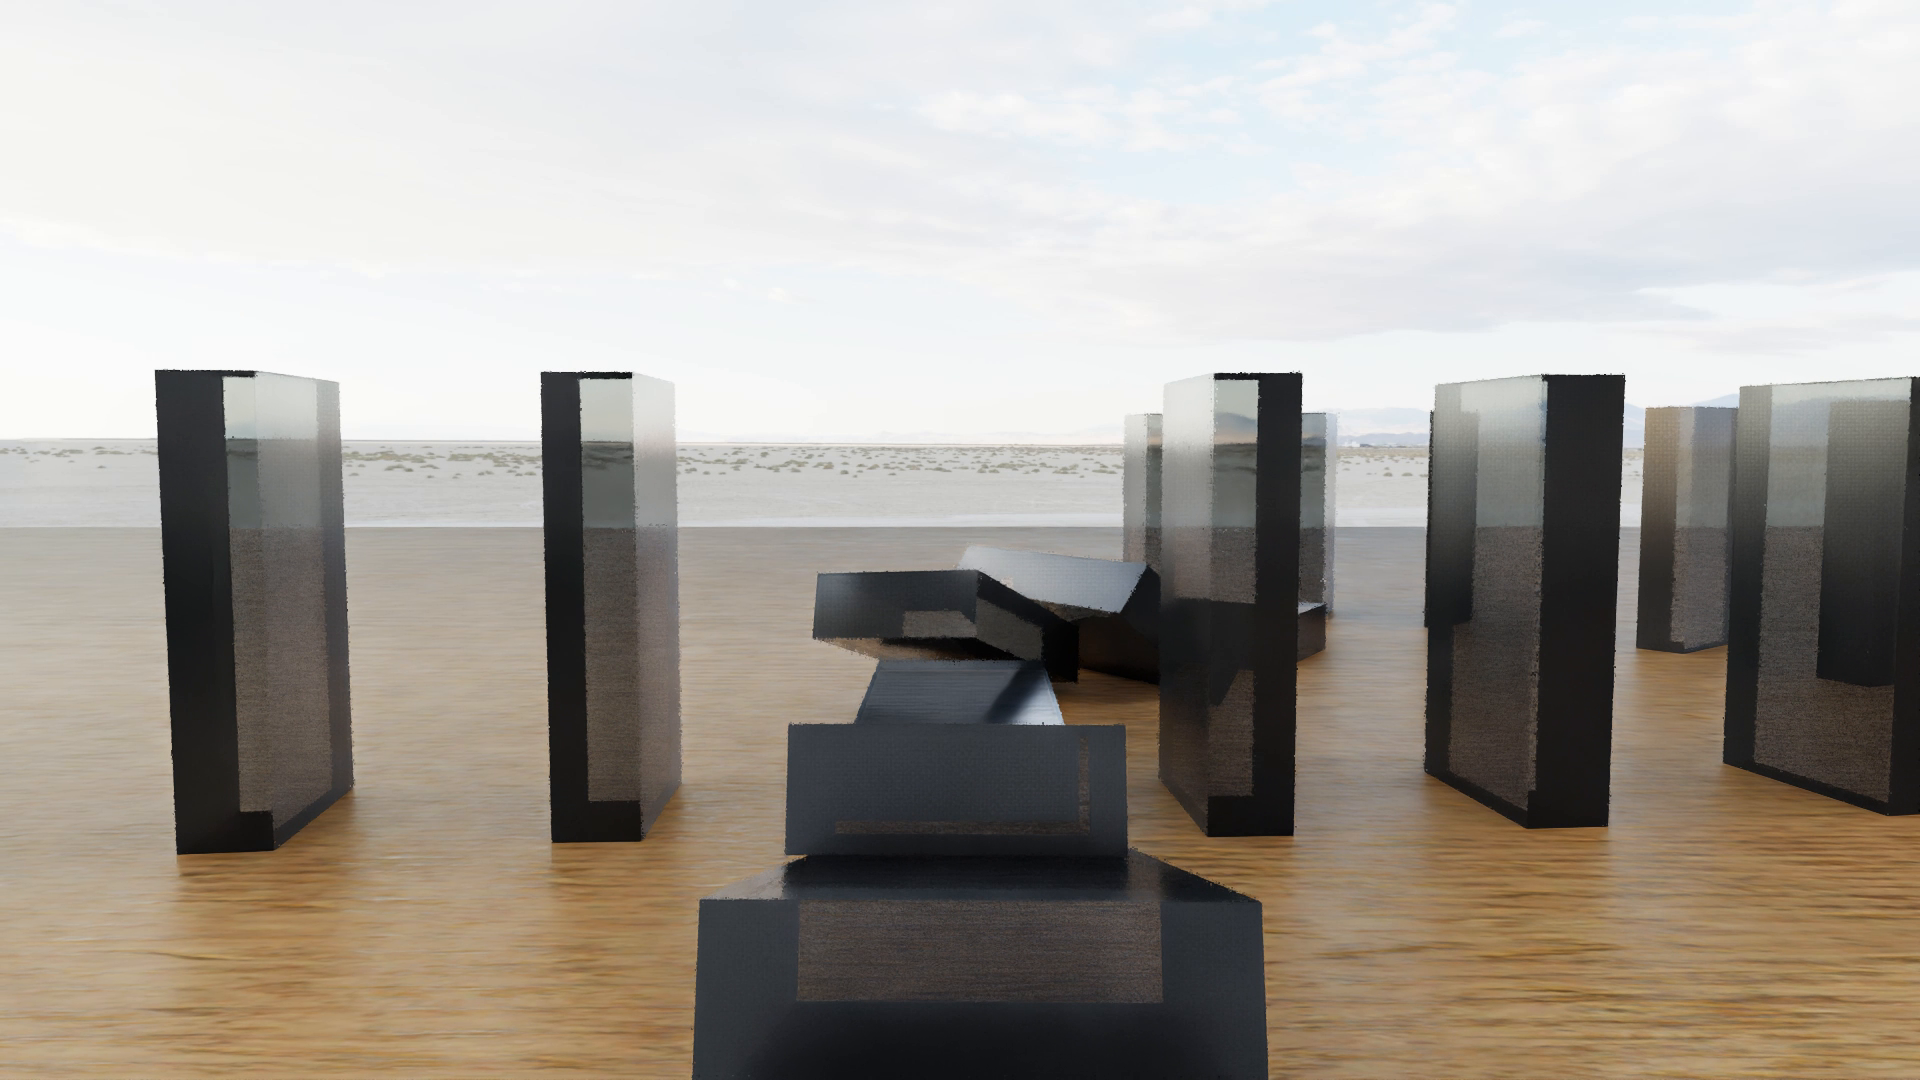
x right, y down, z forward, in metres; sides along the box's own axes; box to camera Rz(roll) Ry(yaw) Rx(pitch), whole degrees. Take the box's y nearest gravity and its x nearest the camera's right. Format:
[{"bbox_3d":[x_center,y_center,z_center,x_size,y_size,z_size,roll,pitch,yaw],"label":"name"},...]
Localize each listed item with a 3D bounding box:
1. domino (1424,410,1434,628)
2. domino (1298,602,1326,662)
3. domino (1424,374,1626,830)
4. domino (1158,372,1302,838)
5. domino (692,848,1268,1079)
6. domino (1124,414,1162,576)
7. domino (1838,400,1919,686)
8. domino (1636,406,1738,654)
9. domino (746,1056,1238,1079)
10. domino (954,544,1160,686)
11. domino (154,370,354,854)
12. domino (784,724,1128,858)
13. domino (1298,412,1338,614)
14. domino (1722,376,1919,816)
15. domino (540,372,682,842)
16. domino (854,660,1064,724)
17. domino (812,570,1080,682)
[{"bbox_3d":[0.119,-0.005,0.303,0.009,0.050,0.025,3,5,38],"label":"domino"},{"bbox_3d":[0.048,0.018,0.268,0.050,0.010,0.025,3,5,32],"label":"domino"},{"bbox_3d":[0.066,0.006,0.153,0.010,0.050,0.025,0,4,-5],"label":"domino"},{"bbox_3d":[0.031,0.006,0.150,0.009,0.050,0.025,0,4,-3],"label":"domino"},{"bbox_3d":[0.001,0.025,0.081,0.025,0.009,0.050,0,-11,1],"label":"domino"},{"bbox_3d":[0.049,-0.007,0.329,0.009,0.050,0.025,0,4,-5],"label":"domino"},{"bbox_3d":[0.174,0.000,0.232,0.025,0.050,0.009,-1,5,-18],"label":"domino"},{"bbox_3d":[0.154,-0.003,0.269,0.025,0.050,0.009,-3,5,-37],"label":"domino"},{"bbox_3d":[0.001,0.029,0.044,0.025,0.009,0.050,0,-9,1],"label":"domino"},{"bbox_3d":[0.022,0.014,0.233,0.025,0.009,0.050,42,-20,-29],"label":"domino"},{"bbox_3d":[-0.078,0.007,0.144,0.010,0.050,0.025,-1,4,-8],"label":"domino"},{"bbox_3d":[0.000,0.023,0.119,0.025,0.009,0.050,0,-10,1],"label":"domino"},{"bbox_3d":[0.088,-0.007,0.322,0.009,0.050,0.025,2,5,22],"label":"domino"},{"bbox_3d":[0.109,0.006,0.158,0.009,0.050,0.025,-1,4,-10],"label":"domino"},{"bbox_3d":[-0.039,0.006,0.148,0.009,0.050,0.025,0,4,-3],"label":"domino"},{"bbox_3d":[0.000,0.025,0.172,0.025,0.010,0.050,0,4,0],"label":"domino"},{"bbox_3d":[0.000,0.015,0.204,0.025,0.009,0.050,-2,-14,22],"label":"domino"}]
